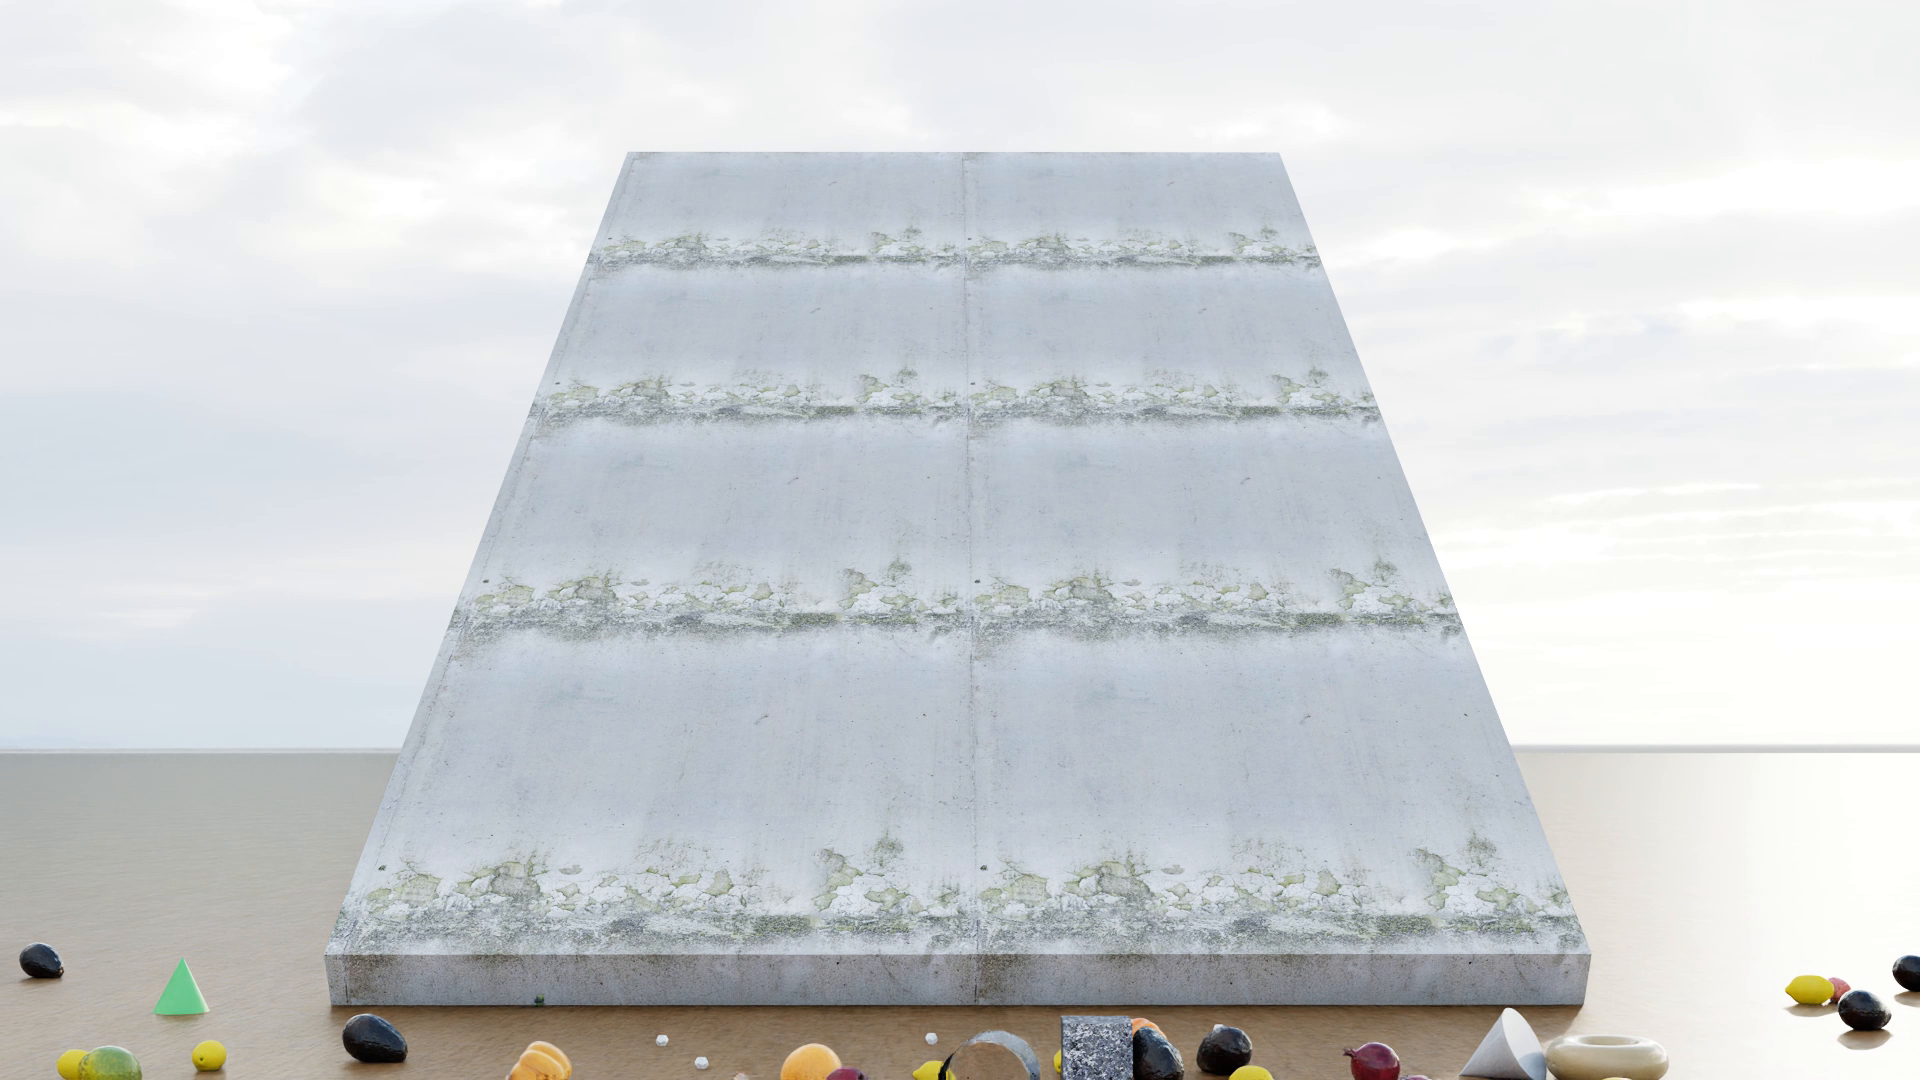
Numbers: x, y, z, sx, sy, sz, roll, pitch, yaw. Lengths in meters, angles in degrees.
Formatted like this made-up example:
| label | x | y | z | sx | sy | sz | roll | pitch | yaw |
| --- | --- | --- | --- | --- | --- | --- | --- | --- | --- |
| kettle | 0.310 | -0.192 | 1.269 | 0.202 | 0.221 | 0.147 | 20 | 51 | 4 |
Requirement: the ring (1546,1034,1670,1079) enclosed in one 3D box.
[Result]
| label | x | y | z | sx | sy | sz | roll | pitch | yaw |
| --- | --- | --- | --- | --- | --- | --- | --- | --- | --- |
| ring | 0.799 | 0.643 | 2.937 | 0.148 | 0.049 | 0.148 | -1 | -4 | 0 |

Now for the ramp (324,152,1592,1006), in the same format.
| label | x | y | z | sx | sy | sz | roll | pitch | yaw |
| --- | --- | --- | --- | --- | --- | --- | --- | --- | --- |
| ramp | -0.011 | -0.225 | 5.548 | 2.000 | 0.100 | 4.000 | 0 | 27 | 0 |

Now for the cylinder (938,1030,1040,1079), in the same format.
| label | x | y | z | sx | sy | sz | roll | pitch | yaw |
| --- | --- | --- | --- | --- | --- | --- | --- | --- | --- |
| cylinder | 0.032 | 0.584 | 2.559 | 0.100 | 0.100 | 0.100 | -1 | -5 | 9 |

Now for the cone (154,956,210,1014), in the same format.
| label | x | y | z | sx | sy | sz | roll | pitch | yaw |
| --- | --- | --- | --- | --- | --- | --- | --- | --- | --- |
| cone | -1.212 | 0.691 | 3.705 | 0.085 | 0.085 | 0.085 | 0 | -5 | 0 |

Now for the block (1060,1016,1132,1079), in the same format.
| label | x | y | z | sx | sy | sz | roll | pitch | yaw |
| --- | --- | --- | --- | --- | --- | --- | --- | --- | --- |
| block | 0.164 | 0.620 | 2.864 | 0.082 | 0.082 | 0.082 | 0 | -5 | 0 |

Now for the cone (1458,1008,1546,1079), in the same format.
| label | x | y | z | sx | sy | sz | roll | pitch | yaw |
| --- | --- | --- | --- | --- | --- | --- | --- | --- | --- |
| cone | 0.661 | 0.647 | 2.958 | 0.097 | 0.097 | 0.097 | -33 | -21 | 27 |
